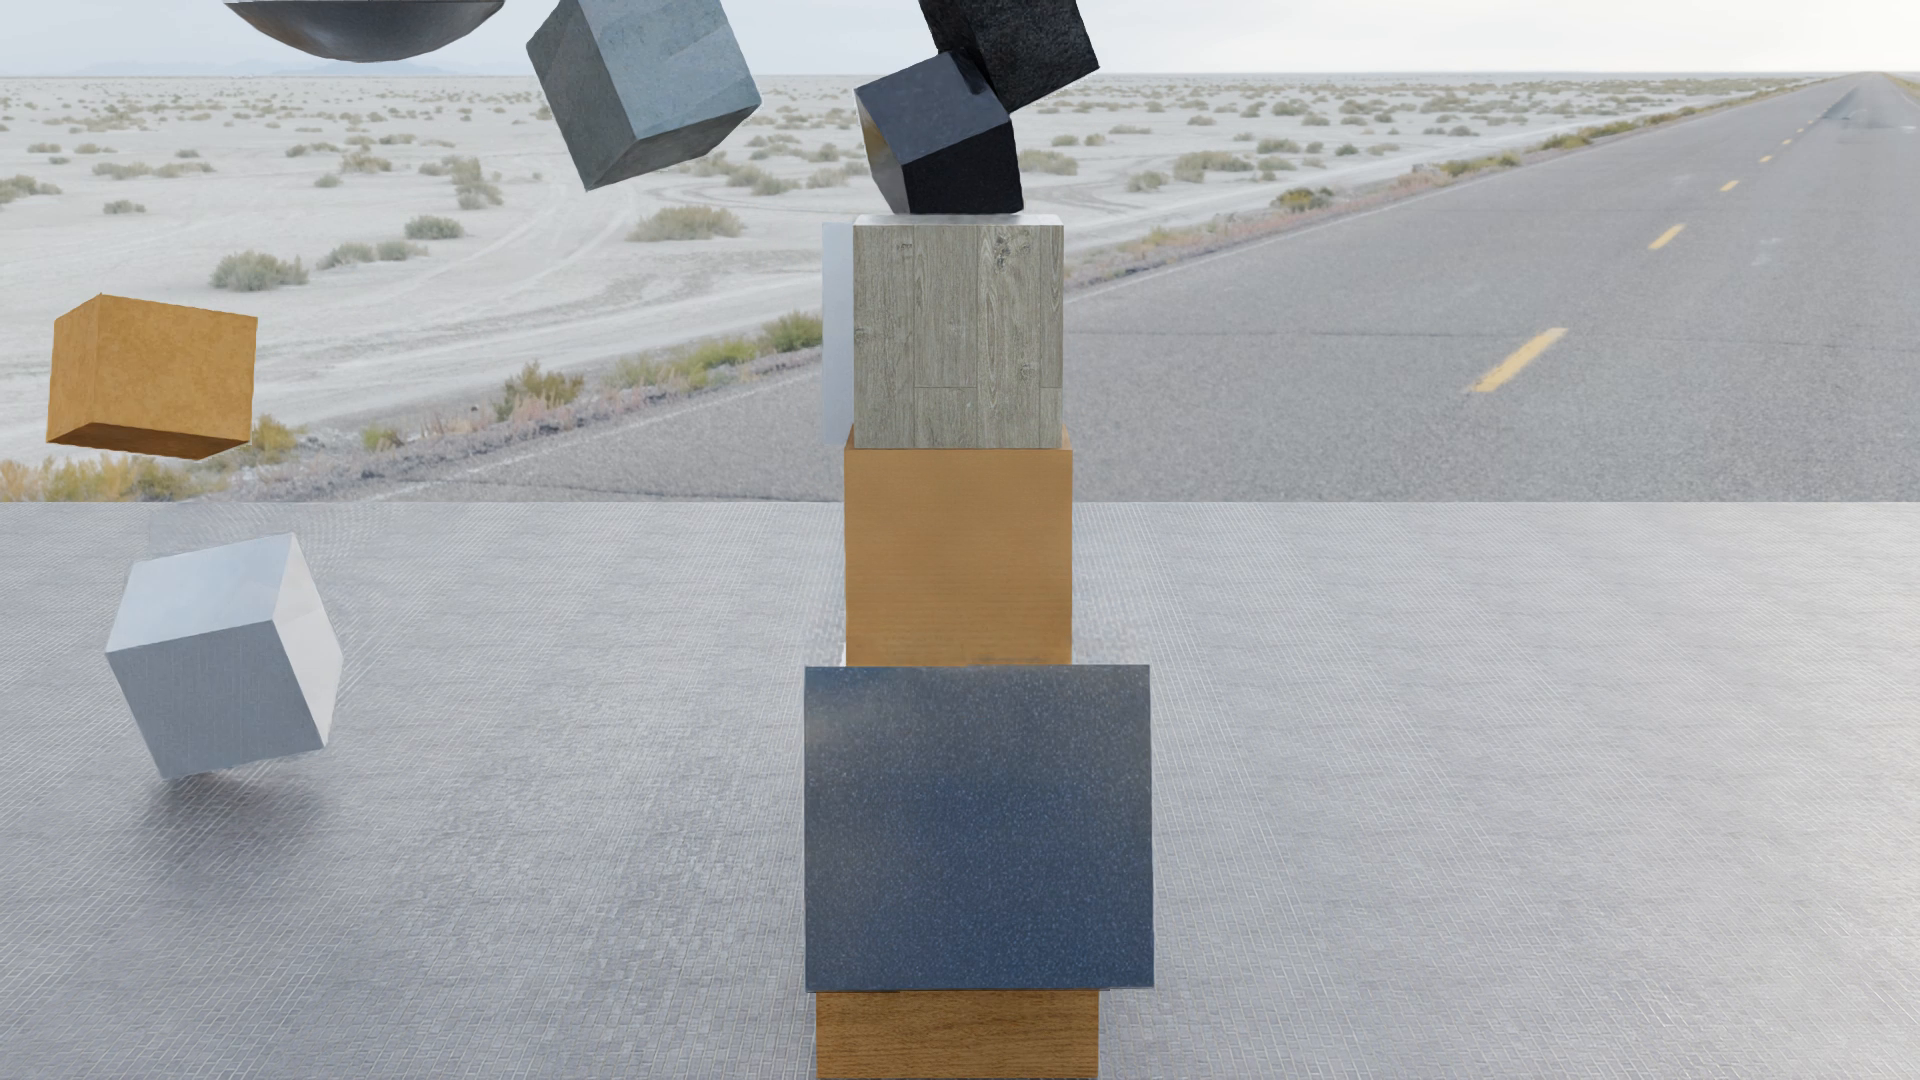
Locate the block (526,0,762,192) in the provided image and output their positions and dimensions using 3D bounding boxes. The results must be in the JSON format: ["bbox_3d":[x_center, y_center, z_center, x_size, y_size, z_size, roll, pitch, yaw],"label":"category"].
[{"bbox_3d":[-1.567,-2.299,12.657,0.704,0.793,0.768,-23,-1,-29],"label":"block"}]

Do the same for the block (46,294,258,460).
[{"bbox_3d":[-3.970,-0.786,12.599,0.764,0.617,0.746,7,-9,-35],"label":"block"}]

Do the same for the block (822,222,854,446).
[{"bbox_3d":[-0.063,-0.935,11.520,1.023,0.960,0.920,1,7,2],"label":"block"}]

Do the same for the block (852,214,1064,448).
[{"bbox_3d":[-0.007,-0.872,10.547,0.830,0.886,0.771,0,10,0],"label":"block"}]

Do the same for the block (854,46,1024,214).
[{"bbox_3d":[-0.097,-1.894,12.453,0.573,0.622,0.576,-24,55,-9],"label":"block"}]

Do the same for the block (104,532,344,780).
[{"bbox_3d":[-3.701,0.584,12.990,0.838,0.817,0.773,-11,34,2],"label":"block"}]

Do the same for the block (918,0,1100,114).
[{"bbox_3d":[0.220,-2.523,12.576,0.541,0.652,0.613,-28,23,-13],"label":"block"}]

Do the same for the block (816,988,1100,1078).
[{"bbox_3d":[-0.011,1.376,9.526,0.997,0.883,1.059,0,10,0],"label":"block"}]

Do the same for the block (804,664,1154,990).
[{"bbox_3d":[0.051,0.929,8.446,1.082,1.001,0.918,0,-5,-1],"label":"block"}]

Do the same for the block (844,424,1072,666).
[{"bbox_3d":[-0.006,0.012,10.661,0.909,0.894,0.778,0,10,0],"label":"block"}]

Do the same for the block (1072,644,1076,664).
[{"bbox_3d":[0.013,1.074,10.492,0.928,1.134,0.928,0,10,0],"label":"block"}]

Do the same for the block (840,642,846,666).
[{"bbox_3d":[-0.012,0.963,11.429,0.996,1.015,0.935,0,10,0],"label":"block"}]

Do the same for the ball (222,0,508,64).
[{"bbox_3d":[-2.495,-2.797,10.672,1.600,1.600,1.600,0,10,0],"label":"ball"}]
